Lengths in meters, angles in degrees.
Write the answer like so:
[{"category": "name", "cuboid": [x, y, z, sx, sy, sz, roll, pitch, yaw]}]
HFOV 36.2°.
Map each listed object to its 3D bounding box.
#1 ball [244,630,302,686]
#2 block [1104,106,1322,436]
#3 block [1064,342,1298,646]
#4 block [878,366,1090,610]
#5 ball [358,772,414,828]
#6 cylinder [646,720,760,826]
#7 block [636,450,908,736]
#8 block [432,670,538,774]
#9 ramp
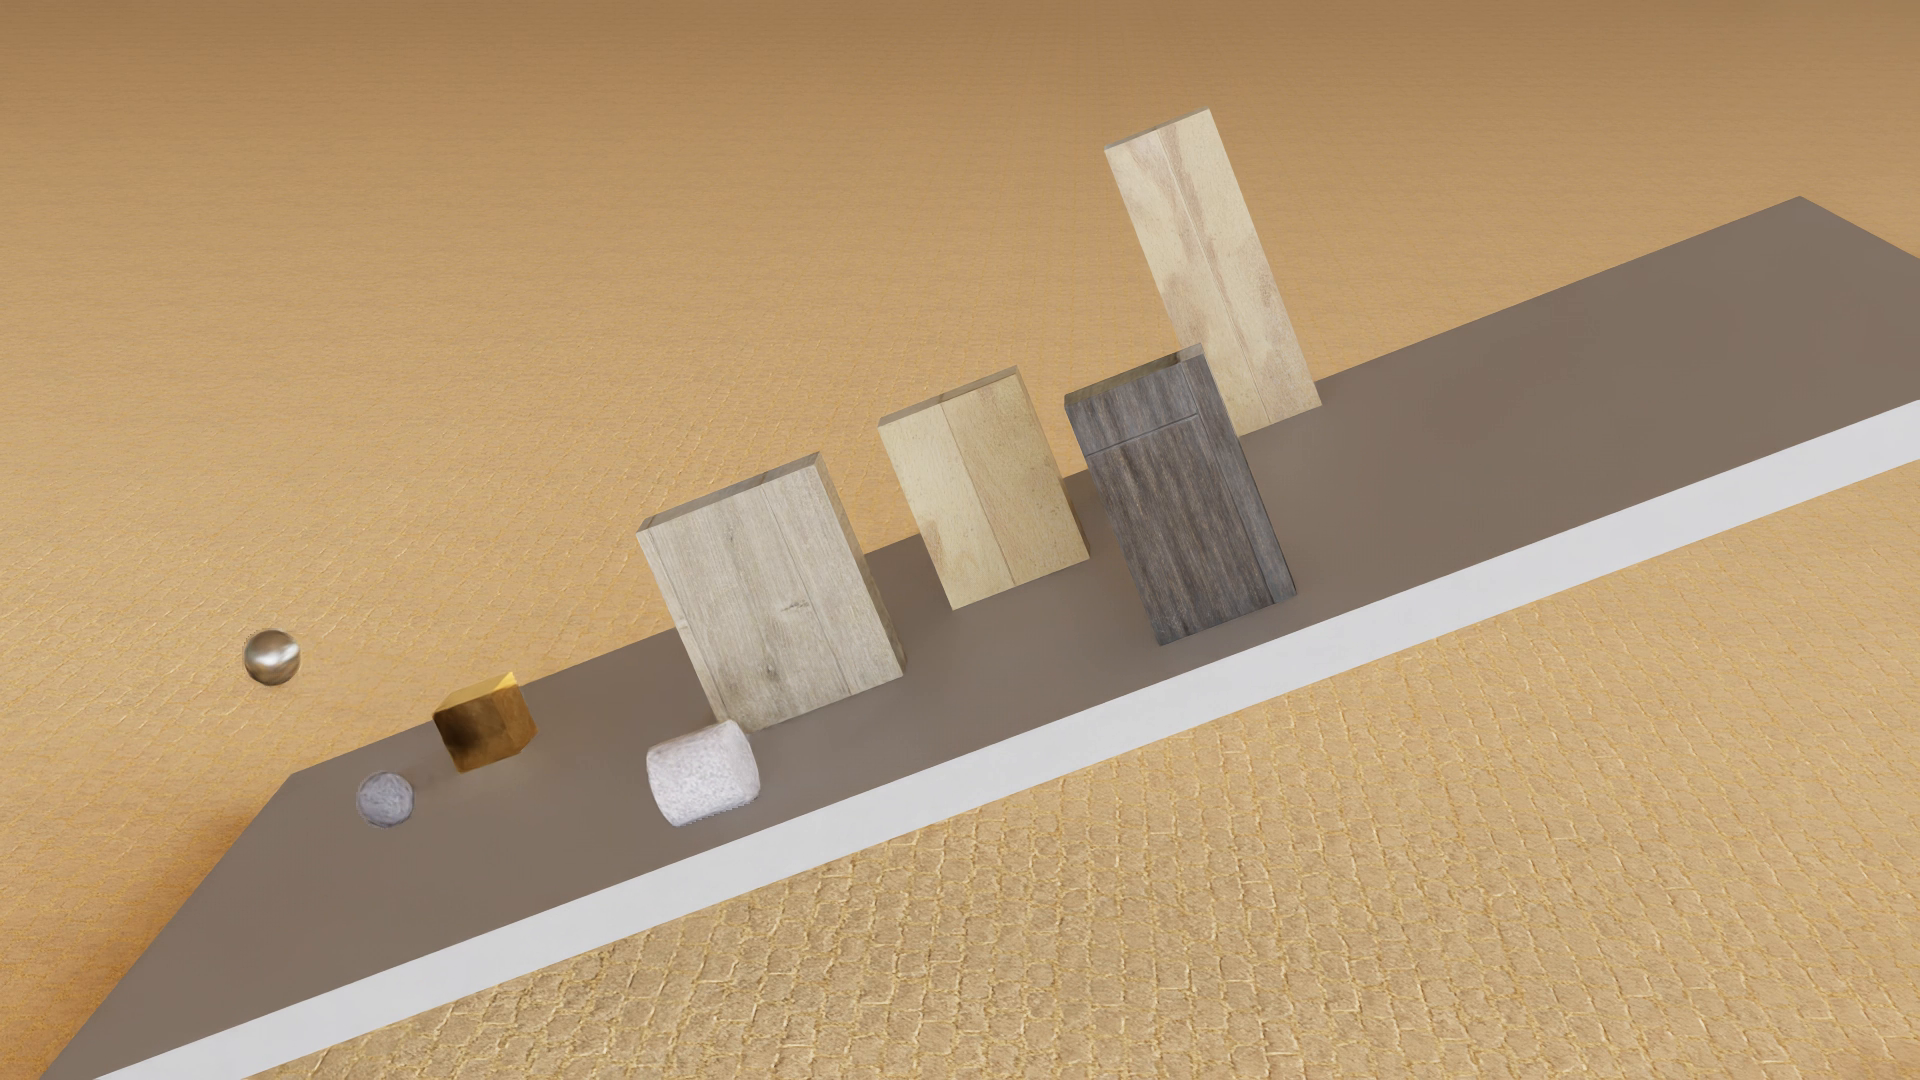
[{"category": "ball", "cuboid": [-2.006, 0.343, 8.578, 0.164, 0.164, 0.164, 0, 14, 0]}, {"category": "block", "cuboid": [0.591, -0.616, 6.862, 0.258, 0.741, 0.092, -21, 12, 7]}, {"category": "block", "cuboid": [0.410, -0.084, 5.476, 0.272, 0.489, 0.118, -21, 12, 7]}, {"category": "block", "cuboid": [0.054, -0.114, 6.379, 0.320, 0.434, 0.112, -21, 12, 7]}, {"category": "ball", "cuboid": [-1.270, 0.576, 6.513, 0.123, 0.123, 0.123, 0, 14, 0]}, {"category": "cylinder", "cuboid": [-0.488, 0.443, 5.592, 0.160, 0.160, 0.160, -20, 10, 13]}, {"category": "block", "cuboid": [-0.385, 0.117, 6.062, 0.395, 0.477, 0.130, -21, 12, 7]}, {"category": "block", "cuboid": [-1.097, 0.422, 6.792, 0.156, 0.156, 0.156, -19, 12, 14]}, {"category": "ramp", "cuboid": [0.124, 0.173, 6.290, 4.000, 0.100, 2.000, -21, 12, 7]}]
